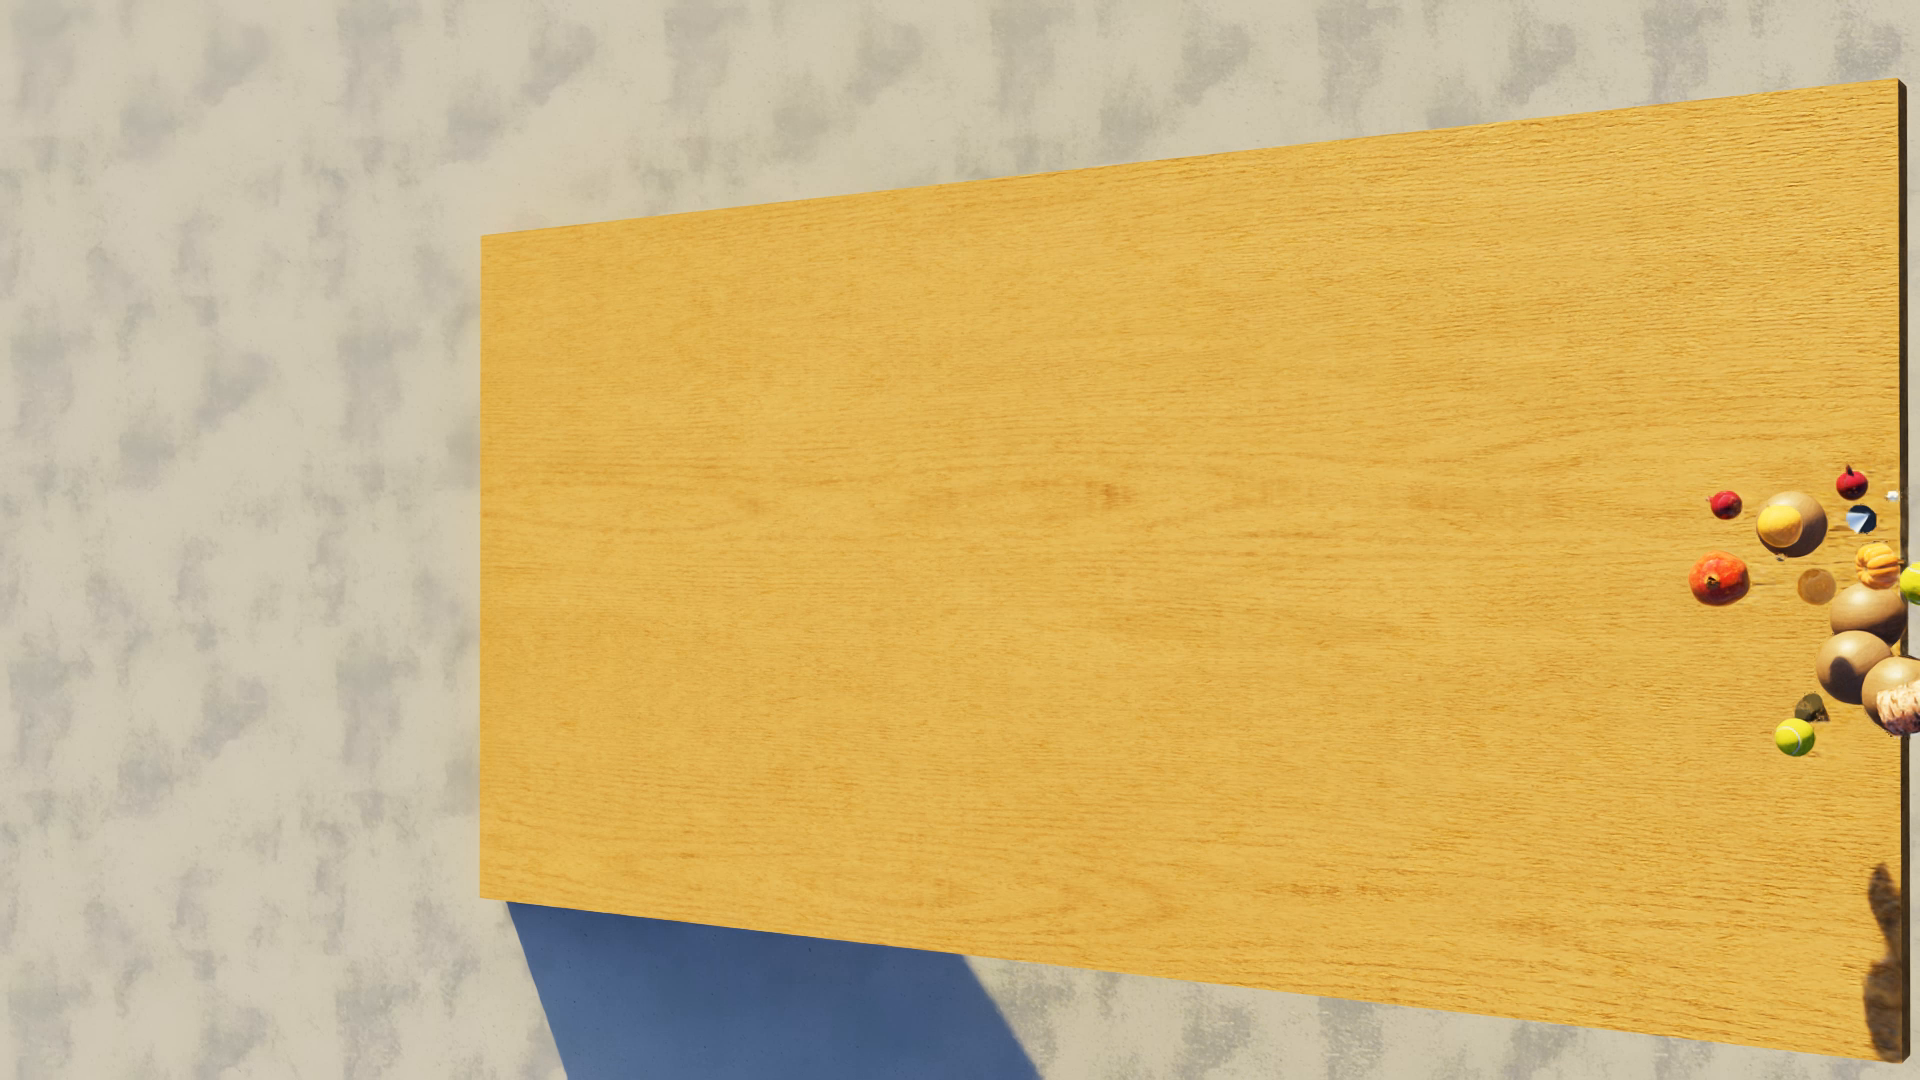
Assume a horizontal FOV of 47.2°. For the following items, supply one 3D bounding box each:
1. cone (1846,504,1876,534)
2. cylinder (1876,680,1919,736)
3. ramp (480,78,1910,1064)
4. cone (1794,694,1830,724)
[{"bbox_3d":[1.520,-0.041,3.680,0.050,0.050,0.050,-21,89,-42],"label":"cone"},{"bbox_3d":[1.405,0.247,3.246,0.070,0.070,0.070,-27,89,42],"label":"cylinder"},{"bbox_3d":[0.256,0.070,5.591,4.000,0.100,2.000,0,89,33],"label":"ramp"},{"bbox_3d":[1.729,0.353,4.424,0.067,0.067,0.067,28,90,-22],"label":"cone"}]
